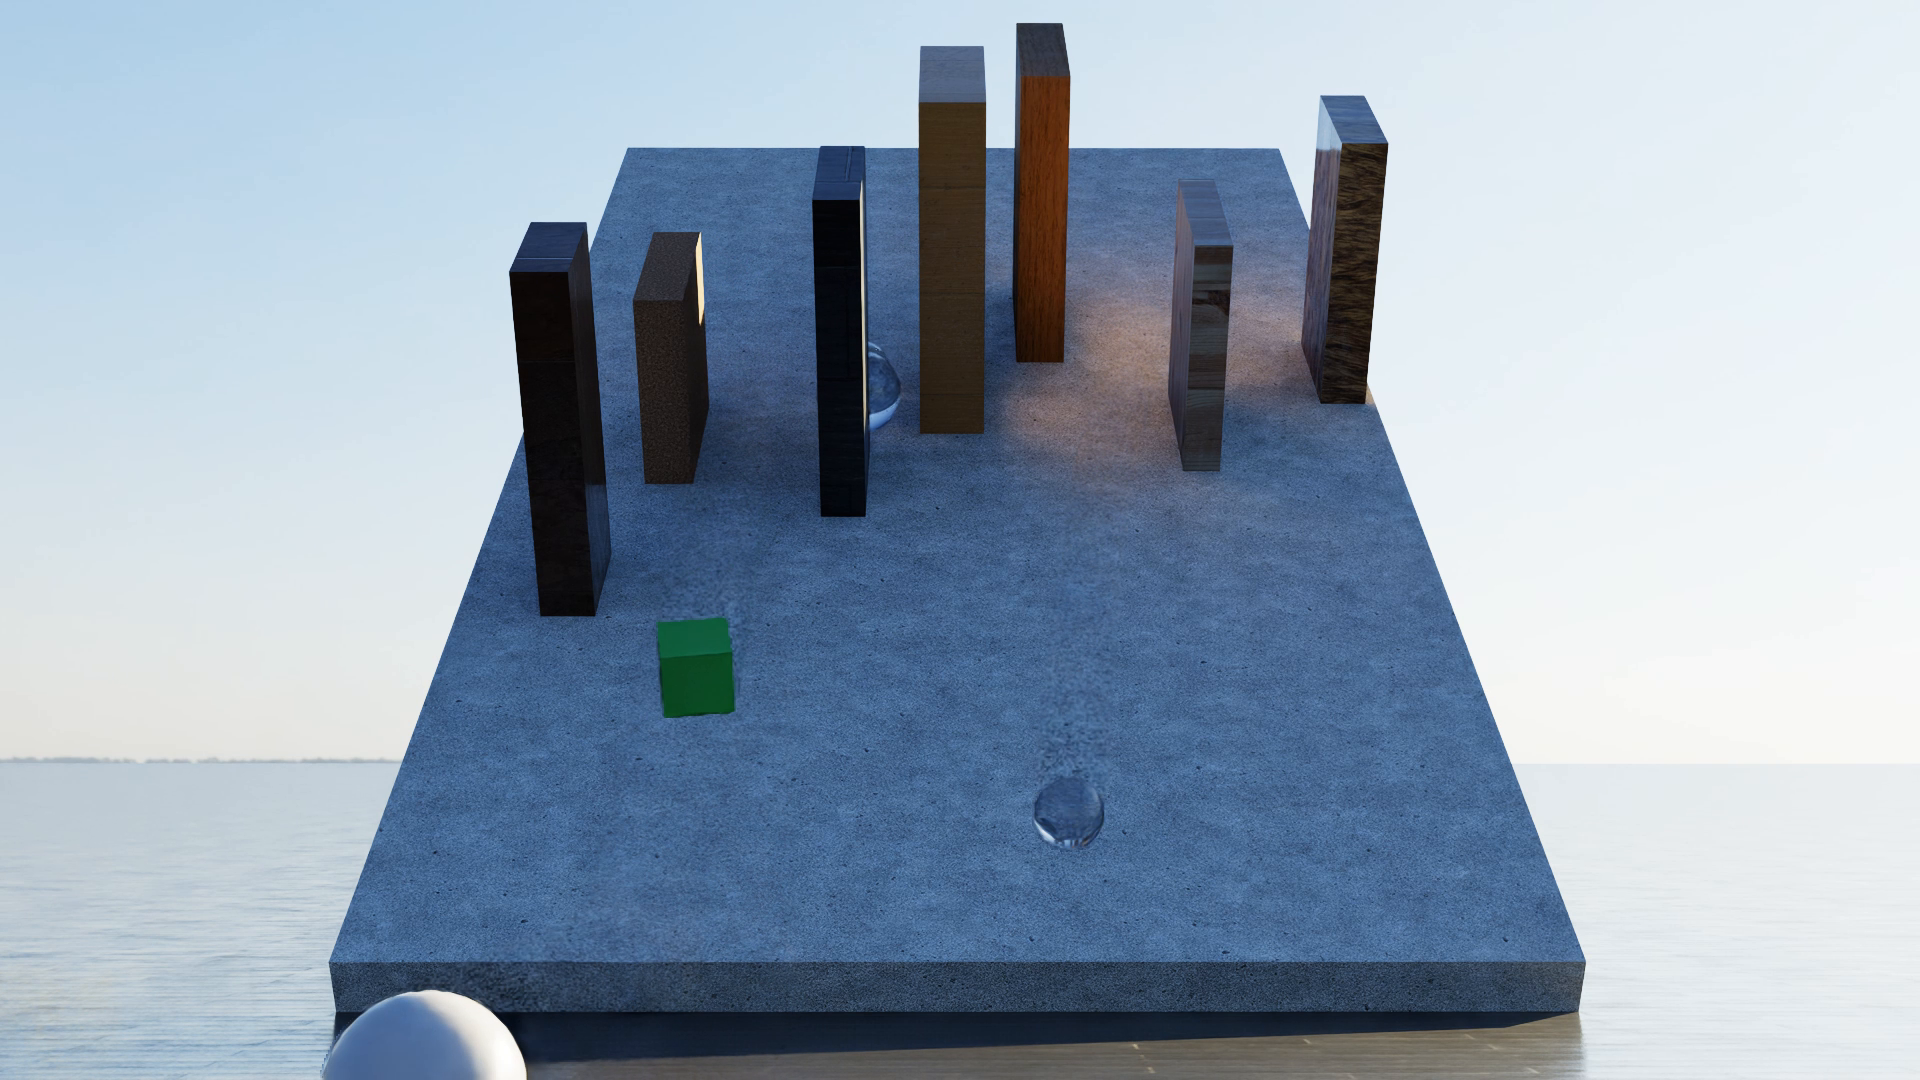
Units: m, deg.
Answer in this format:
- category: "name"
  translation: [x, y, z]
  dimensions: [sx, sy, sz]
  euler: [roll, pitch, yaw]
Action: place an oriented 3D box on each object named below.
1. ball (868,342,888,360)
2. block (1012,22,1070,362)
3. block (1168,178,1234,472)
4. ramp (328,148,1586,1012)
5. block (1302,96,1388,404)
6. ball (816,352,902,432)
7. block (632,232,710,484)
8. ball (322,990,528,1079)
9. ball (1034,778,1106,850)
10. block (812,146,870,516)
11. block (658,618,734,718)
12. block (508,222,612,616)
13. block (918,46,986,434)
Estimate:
- category: "ball"
  translation: [-0.241, -0.400, 5.649]
  dimensions: [0.149, 0.149, 0.149]
  euler: [0, -5, 0]
- category: "block"
  translation: [0.198, -0.863, 5.911]
  dimensions: [0.116, 0.724, 0.449]
  euler: [0, 28, 0]
- category: "block"
  translation: [0.542, -0.492, 5.411]
  dimensions: [0.082, 0.538, 0.424]
  euler: [0, 28, 0]
- category: "ramp"
  translation: [-0.011, -0.223, 5.582]
  dimensions: [2.000, 0.100, 4.000]
  euler: [0, 28, 0]
- category: "block"
  translation: [0.911, -0.692, 5.678]
  dimensions: [0.106, 0.644, 0.356]
  euler: [0, 28, 0]
- category: "ball"
  translation: [-0.232, -0.340, 5.488]
  dimensions: [0.194, 0.194, 0.194]
  euler: [0, -5, 0]
- category: "block"
  translation: [-0.645, -0.413, 5.364]
  dimensions: [0.107, 0.438, 0.410]
  euler: [0, 28, 0]
- category: "ball"
  translation: [-0.500, 0.517, 2.230]
  dimensions: [0.190, 0.190, 0.190]
  euler: [0, -5, 0]
- category: "ball"
  translation: [0.186, 0.465, 4.051]
  dimensions: [0.122, 0.122, 0.122]
  euler: [0, -5, 0]
- category: "block"
  translation: [-0.252, -0.448, 5.130]
  dimensions: [0.096, 0.720, 0.339]
  euler: [0, 28, 0]
- category: "block"
  translation: [-0.494, 0.239, 4.464]
  dimensions: [0.131, 0.131, 0.131]
  euler: [-4, 28, -8]
- category: "block"
  translation: [-0.783, -0.234, 4.707]
  dimensions: [0.109, 0.735, 0.263]
  euler: [0, 28, 0]
- category: "block"
  translation: [-0.018, -0.695, 5.522]
  dimensions: [0.147, 0.791, 0.426]
  euler: [0, 28, 0]
